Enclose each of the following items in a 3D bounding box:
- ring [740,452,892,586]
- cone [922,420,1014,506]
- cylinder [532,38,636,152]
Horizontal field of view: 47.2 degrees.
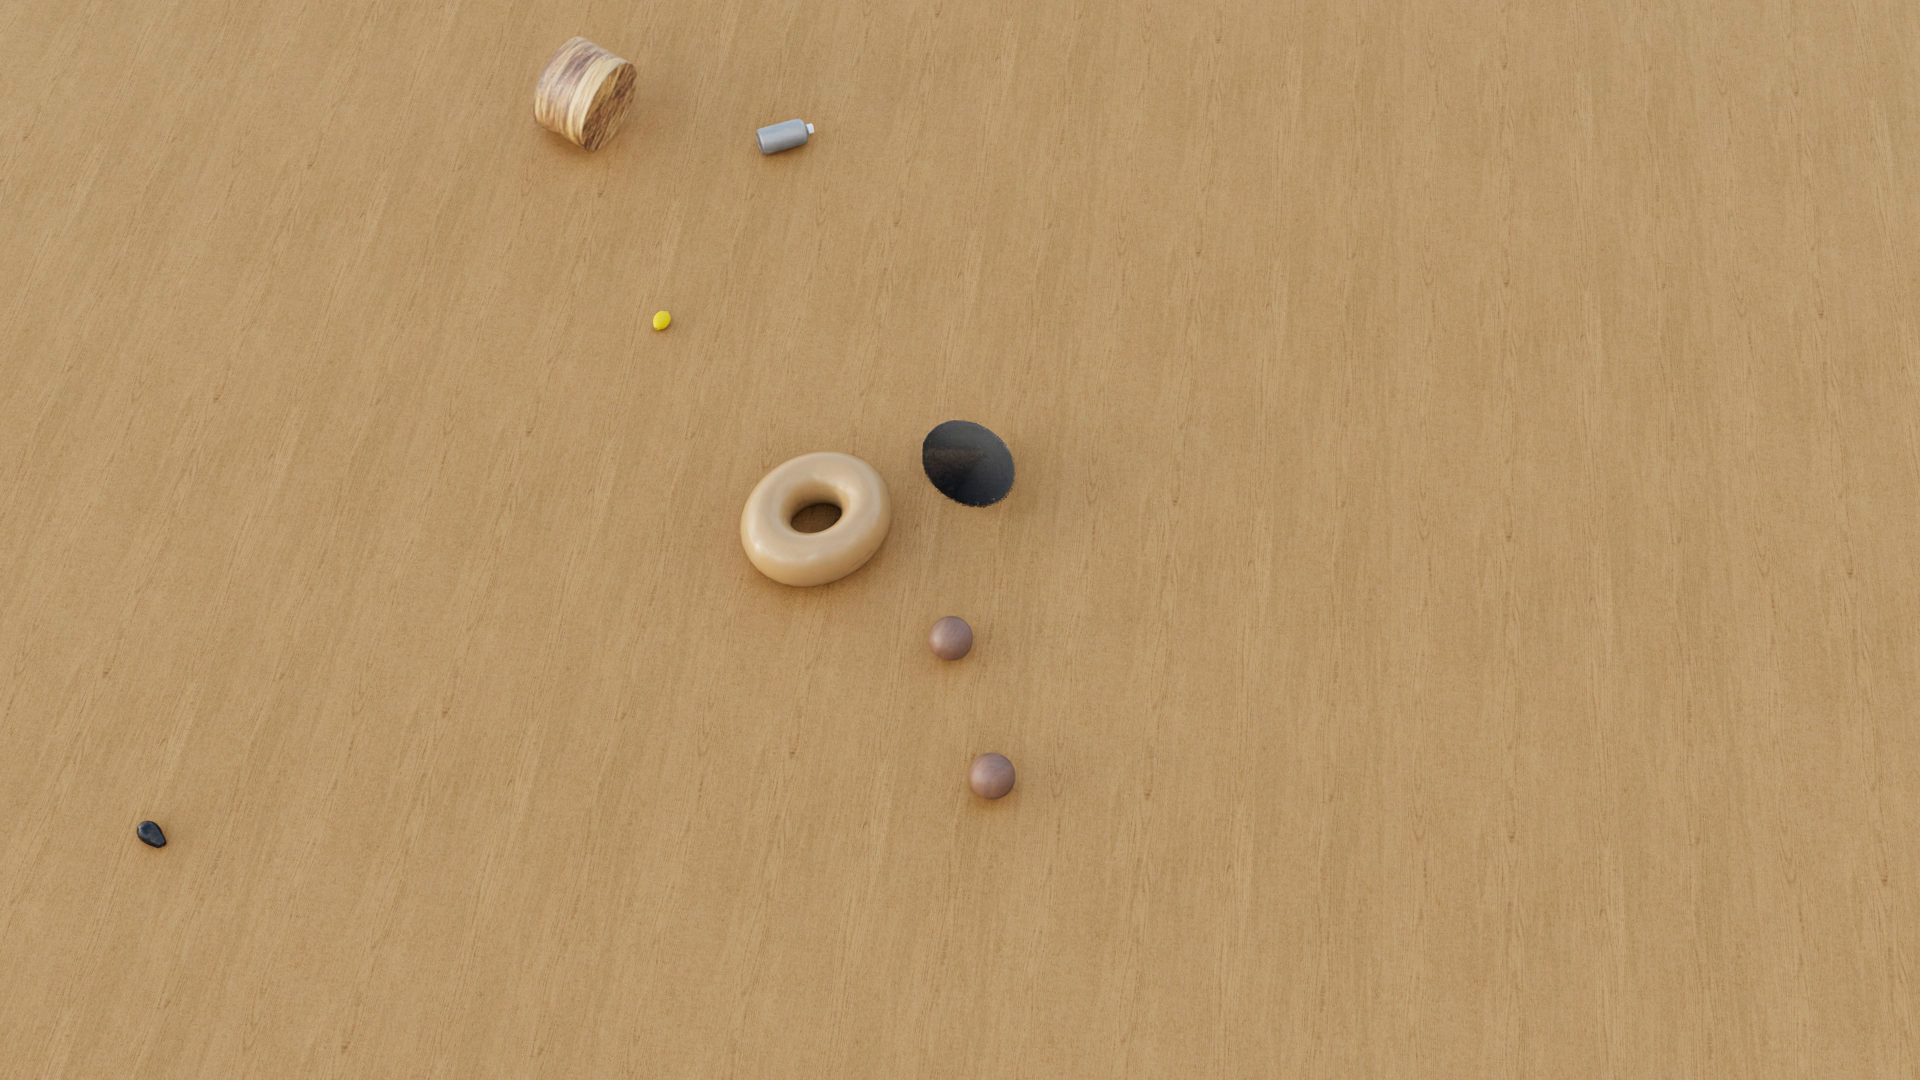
[{"bbox_3d":[-0.426,-0.065,6.514,0.474,0.177,0.414,-38,63,-21],"label":"ring"},{"bbox_3d":[0.077,-0.268,6.683,0.312,0.267,0.234,14,26,24],"label":"cone"},{"bbox_3d":[-1.266,-1.504,7.425,0.217,0.233,0.324,30,94,18],"label":"cylinder"}]
